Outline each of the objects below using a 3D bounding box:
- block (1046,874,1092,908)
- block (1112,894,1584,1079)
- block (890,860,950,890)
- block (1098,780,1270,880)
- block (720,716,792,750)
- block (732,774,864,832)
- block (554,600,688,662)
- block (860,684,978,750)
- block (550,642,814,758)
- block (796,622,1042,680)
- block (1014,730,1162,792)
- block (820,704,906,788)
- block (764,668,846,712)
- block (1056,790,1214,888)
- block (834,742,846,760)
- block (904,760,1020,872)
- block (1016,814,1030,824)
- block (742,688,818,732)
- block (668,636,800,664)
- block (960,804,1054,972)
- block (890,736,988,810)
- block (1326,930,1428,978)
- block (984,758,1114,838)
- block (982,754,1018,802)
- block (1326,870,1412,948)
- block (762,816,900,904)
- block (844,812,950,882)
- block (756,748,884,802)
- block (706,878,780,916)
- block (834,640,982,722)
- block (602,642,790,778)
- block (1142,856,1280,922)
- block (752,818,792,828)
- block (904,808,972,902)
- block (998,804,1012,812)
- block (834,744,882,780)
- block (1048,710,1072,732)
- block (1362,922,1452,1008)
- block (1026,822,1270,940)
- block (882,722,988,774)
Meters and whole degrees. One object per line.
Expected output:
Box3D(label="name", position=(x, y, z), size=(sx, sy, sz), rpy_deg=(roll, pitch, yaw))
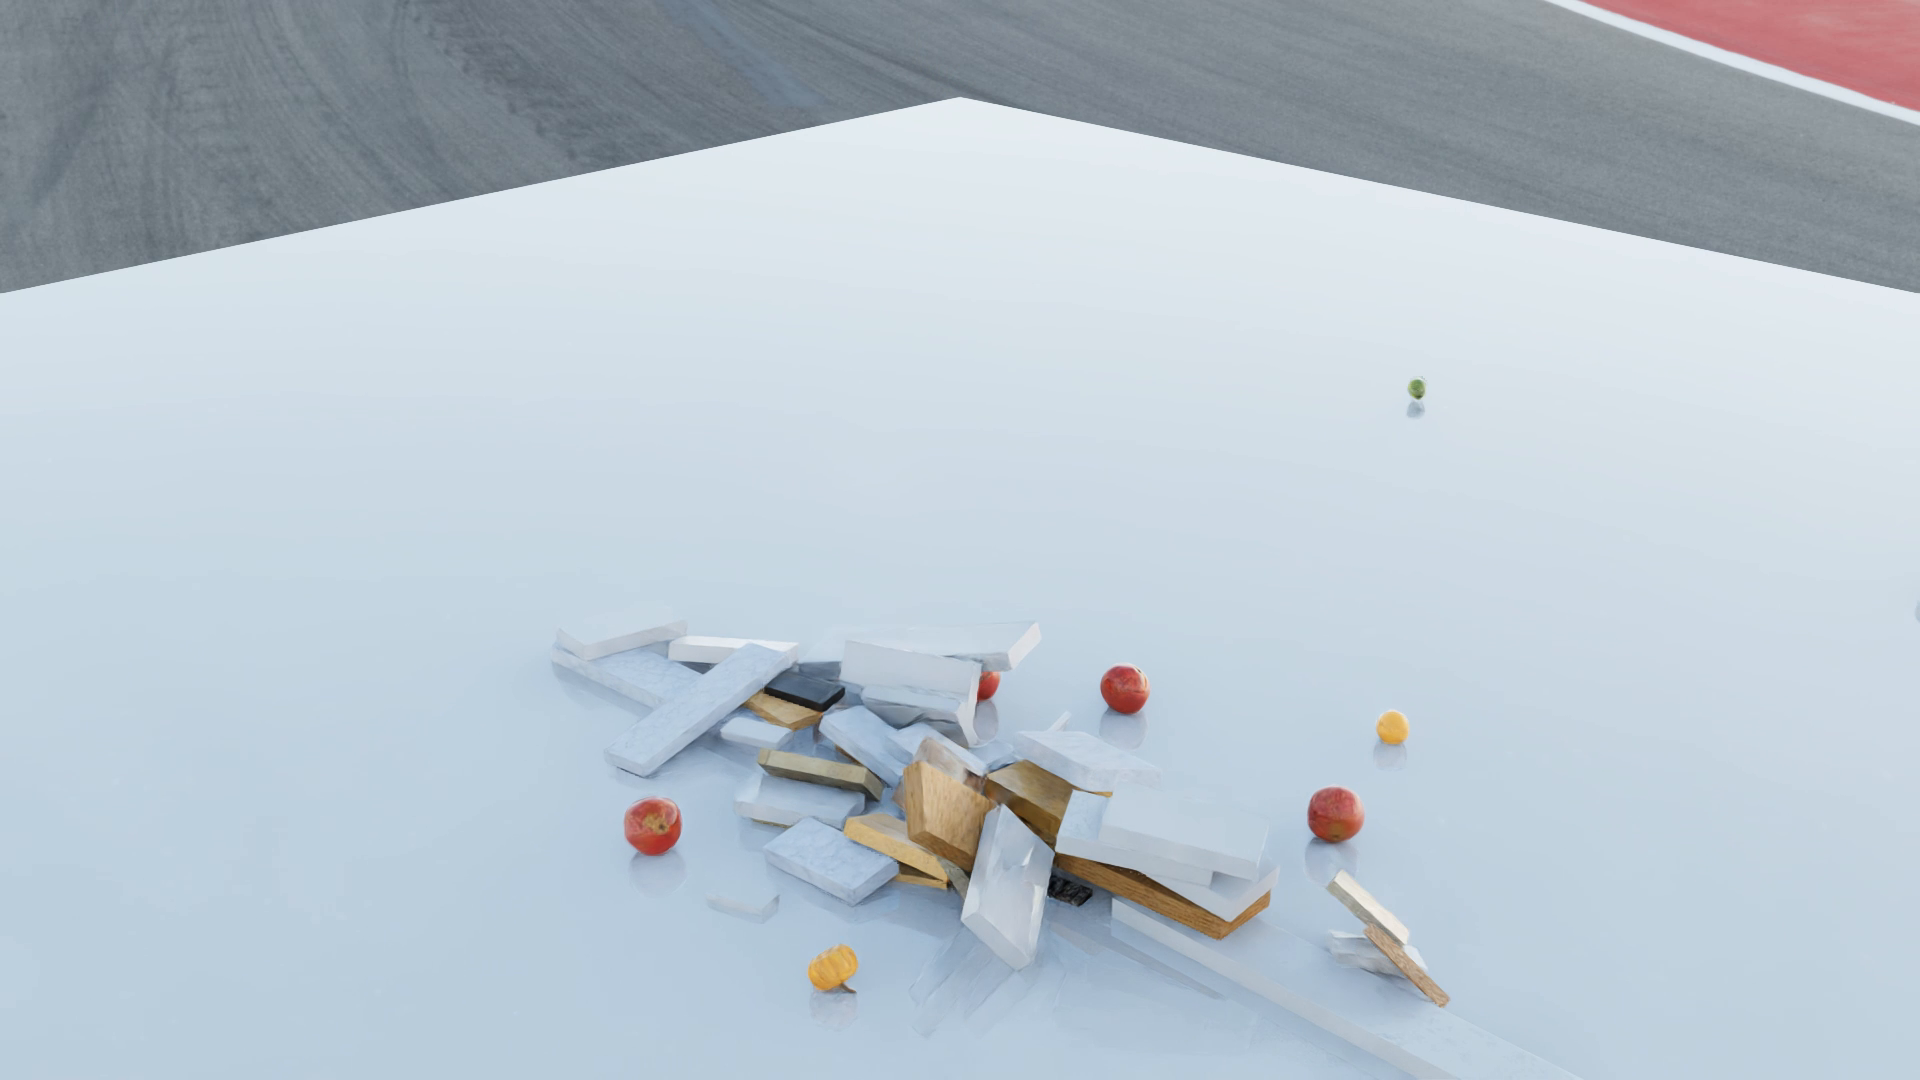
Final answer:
Box3D(label="block", position=(0.197, 0.665, 4.175), size=(0.099, 0.014, 0.050), rpy_deg=(16, 27, 32))
Box3D(label="block", position=(0.655, 0.793, 3.839), size=(0.143, 0.041, 0.919), rpy_deg=(-21, 31, -40))
Box3D(label="block", position=(-0.077, 0.639, 4.231), size=(0.124, 0.018, 0.062), rpy_deg=(7, 24, 15))
Box3D(label="block", position=(0.408, 0.524, 3.986), size=(0.286, 0.041, 0.143), rpy_deg=(13, 30, 12))
Box3D(label="block", position=(-0.433, 0.411, 4.668), size=(0.136, 0.019, 0.068), rpy_deg=(11, 25, 23))
Box3D(label="block", position=(-0.324, 0.530, 4.422), size=(0.237, 0.034, 0.118), rpy_deg=(8, 24, 19))
Box3D(label="block", position=(-0.787, 0.210, 5.118), size=(0.273, 0.039, 0.136), rpy_deg=(-14, 26, -36))
Box3D(label="block", position=(-0.087, 0.377, 4.683), size=(0.238, 0.119, 0.034), rpy_deg=(8, 47, 30))
Box3D(label="block", position=(-0.633, 0.337, 4.916), size=(0.729, 0.039, 0.136), rpy_deg=(19, 30, 38))
Box3D(label="block", position=(-0.095, 0.249, 4.927), size=(0.548, 0.044, 0.156), rpy_deg=(-5, 21, 30))
Box3D(label="block", position=(0.245, 0.430, 4.279), size=(0.156, 0.044, 0.311), rpy_deg=(4, 7, -26))
Box3D(label="block", position=(-0.170, 0.433, 4.611), size=(0.239, 0.034, 0.119), rpy_deg=(34, 30, 32))
Box3D(label="block", position=(-0.338, 0.328, 4.792), size=(0.161, 0.023, 0.081), rpy_deg=(14, 34, 32))
Box3D(label="block", position=(0.330, 0.544, 4.020), size=(0.286, 0.041, 0.143), rpy_deg=(12, 30, 10))
Box3D(label="block", position=(-0.200, 0.440, 4.699), size=(0.136, 0.019, 0.068), rpy_deg=(-3, 23, -6))
Box3D(label="block", position=(0.010, 0.536, 4.100), size=(0.042, 0.295, 0.148), rpy_deg=(-29, 47, 28))
Box3D(label="block", position=(0.129, 0.572, 4.311), size=(0.049, 0.014, 0.099), rpy_deg=(-23, 47, -37))
Box3D(label="block", position=(-0.424, 0.351, 4.806), size=(0.081, 0.023, 0.278), rpy_deg=(-18, 29, -36))
Box3D(label="block", position=(-0.519, 0.256, 5.058), size=(0.273, 0.039, 0.136), rpy_deg=(3, 6, 8))
Box3D(label="block", position=(0.090, 0.633, 4.027), size=(0.042, 0.148, 0.295), rpy_deg=(-35, 20, 29))
Box3D(label="block", position=(-0.043, 0.492, 4.332), size=(0.042, 0.148, 0.295), rpy_deg=(29, -1, -20))
Box3D(label="block", position=(0.742, 0.740, 3.921), size=(0.167, 0.024, 0.083), rpy_deg=(13, 16, -9))
Box3D(label="block", position=(0.210, 0.512, 4.279), size=(0.158, 0.045, 0.316), rpy_deg=(-18, 29, -36))
Box3D(label="block", position=(0.062, 0.493, 4.419), size=(0.071, 0.142, 0.020), rpy_deg=(-19, 54, -43))
Box3D(label="block", position=(0.736, 0.667, 3.960), size=(0.167, 0.024, 0.083), rpy_deg=(42, 17, 11))
Box3D(label="block", position=(-0.249, 0.616, 4.237), size=(0.247, 0.035, 0.123), rpy_deg=(18, 36, 39))
Box3D(label="block", position=(-0.089, 0.589, 4.229), size=(0.247, 0.035, 0.123), rpy_deg=(19, 9, 31))
Box3D(label="block", position=(-0.284, 0.480, 4.491), size=(0.237, 0.118, 0.034), rpy_deg=(9, 68, 20))
Box3D(label="block", position=(-0.409, 0.674, 4.151), size=(0.124, 0.018, 0.062), rpy_deg=(12, 26, 25))
Box3D(label="block", position=(-0.114, 0.320, 4.794), size=(0.311, 0.156, 0.044), rpy_deg=(9, 0, 23))
Box3D(label="block", position=(-0.565, 0.361, 4.756), size=(0.118, 0.034, 0.458), rpy_deg=(15, 38, 36))
Box3D(label="block", position=(0.413, 0.580, 4.060), size=(0.316, 0.045, 0.158), rpy_deg=(26, 35, 31))
Box3D(label="block", position=(-0.320, 0.560, 4.417), size=(0.191, 0.018, 0.062), rpy_deg=(9, 24, 21))
Box3D(label="block", position=(-0.003, 0.572, 4.127), size=(0.035, 0.247, 0.123), rpy_deg=(-29, 9, 28))
Box3D(label="block", position=(0.092, 0.572, 4.386), size=(0.071, 0.020, 0.142), rpy_deg=(-14, 27, -29))
Box3D(label="block", position=(-0.192, 0.453, 4.629), size=(0.136, 0.019, 0.068), rpy_deg=(32, 37, 30))
Box3D(label="block", position=(0.202, 0.411, 4.720), size=(0.015, 0.054, 0.109), rpy_deg=(36, 33, 10))
Box3D(label="block", position=(0.774, 0.736, 3.811), size=(0.024, 0.167, 0.083), rpy_deg=(-46, 7, -1))
Box3D(label="block", position=(0.343, 0.616, 4.148), size=(0.475, 0.045, 0.158), rpy_deg=(19, 30, 38))
Box3D(label="block", position=(-0.033, 0.461, 4.549), size=(0.238, 0.034, 0.119), rpy_deg=(31, 29, 30))
